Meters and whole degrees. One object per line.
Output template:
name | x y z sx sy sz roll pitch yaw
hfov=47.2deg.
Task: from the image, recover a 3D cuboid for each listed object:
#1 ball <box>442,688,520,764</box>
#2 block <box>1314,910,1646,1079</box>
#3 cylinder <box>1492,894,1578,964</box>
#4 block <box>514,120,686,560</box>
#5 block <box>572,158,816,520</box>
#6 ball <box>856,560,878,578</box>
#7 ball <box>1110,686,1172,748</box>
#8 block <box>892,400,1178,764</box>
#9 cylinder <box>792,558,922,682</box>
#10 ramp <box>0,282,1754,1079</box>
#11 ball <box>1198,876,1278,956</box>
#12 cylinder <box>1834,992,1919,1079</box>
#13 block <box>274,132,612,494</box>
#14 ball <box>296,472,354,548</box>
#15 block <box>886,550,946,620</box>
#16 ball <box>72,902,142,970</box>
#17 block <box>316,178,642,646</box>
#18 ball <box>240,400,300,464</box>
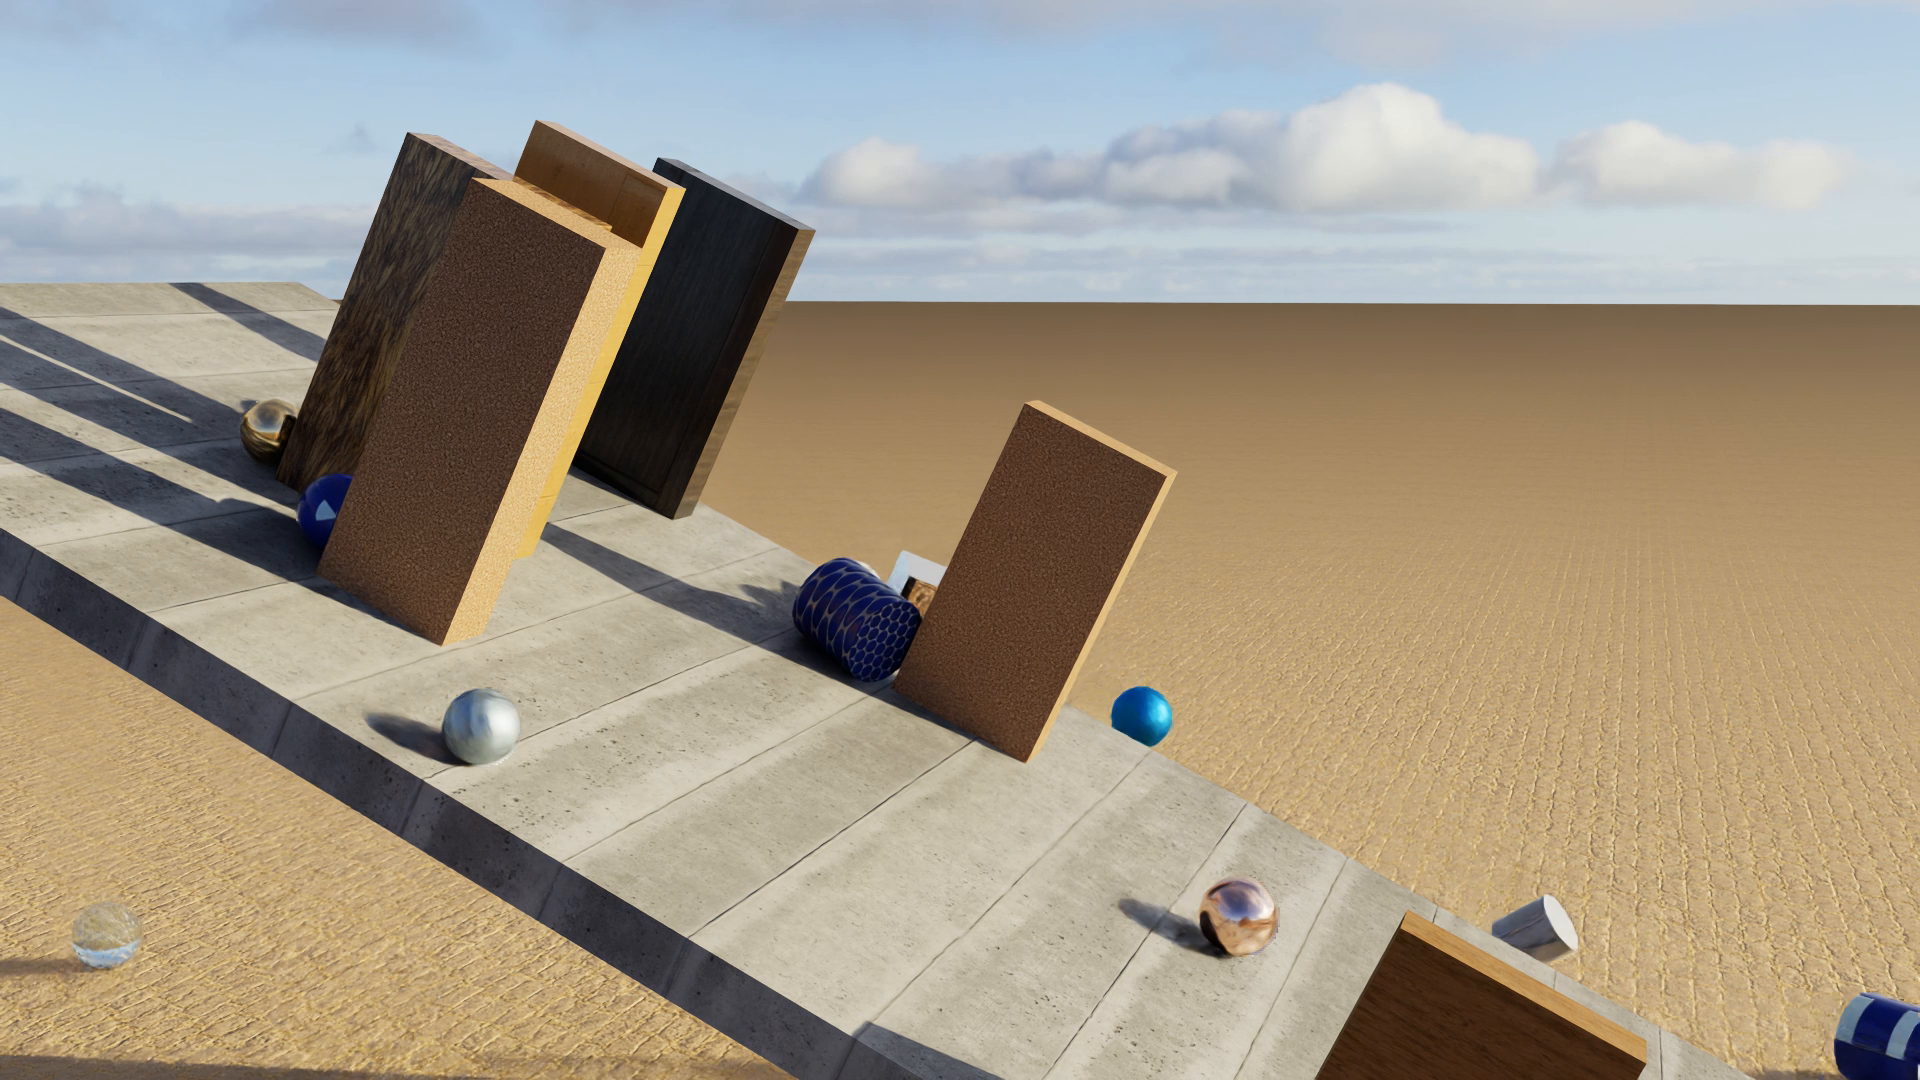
ball | -0.738 0.288 3.390 0.117 0.117 0.117 0 7 0
block | 0.678 0.825 3.089 0.365 0.483 0.095 28 14 12
cylinder | 1.306 0.898 4.998 0.138 0.138 0.138 -35 -9 25
block | -0.833 -0.387 4.301 0.303 0.799 0.082 28 14 12
block | -0.653 -0.459 5.039 0.375 0.730 0.108 28 14 12
ball | -0.236 0.109 4.800 0.130 0.130 0.130 0 7 0
ball | 0.424 0.414 5.141 0.144 0.144 0.144 0 7 0
block | 0.149 0.086 4.540 0.327 0.669 0.107 28 14 12
cylinder | -0.216 0.167 4.609 0.193 0.193 0.193 -7 33 -44
ramp | -0.255 0.432 4.165 4.000 0.100 2.000 28 14 12
ball | 0.510 0.689 4.031 0.145 0.145 0.145 0 7 0
cylinder | 2.126 1.149 4.966 0.204 0.204 0.204 -5 9 -35
block | -0.968 -0.345 4.093 0.392 0.711 0.108 28 14 12
ball | -1.116 -0.050 3.943 0.140 0.140 0.140 0 7 0
block | -0.078 0.157 4.919 0.174 0.174 0.174 22 15 -13
ball | -2.278 1.057 5.871 0.175 0.175 0.175 0 7 0
block | -0.829 -0.217 3.775 0.271 0.749 0.141 28 14 12
ball | -1.313 -0.207 4.213 0.126 0.126 0.126 0 7 0
